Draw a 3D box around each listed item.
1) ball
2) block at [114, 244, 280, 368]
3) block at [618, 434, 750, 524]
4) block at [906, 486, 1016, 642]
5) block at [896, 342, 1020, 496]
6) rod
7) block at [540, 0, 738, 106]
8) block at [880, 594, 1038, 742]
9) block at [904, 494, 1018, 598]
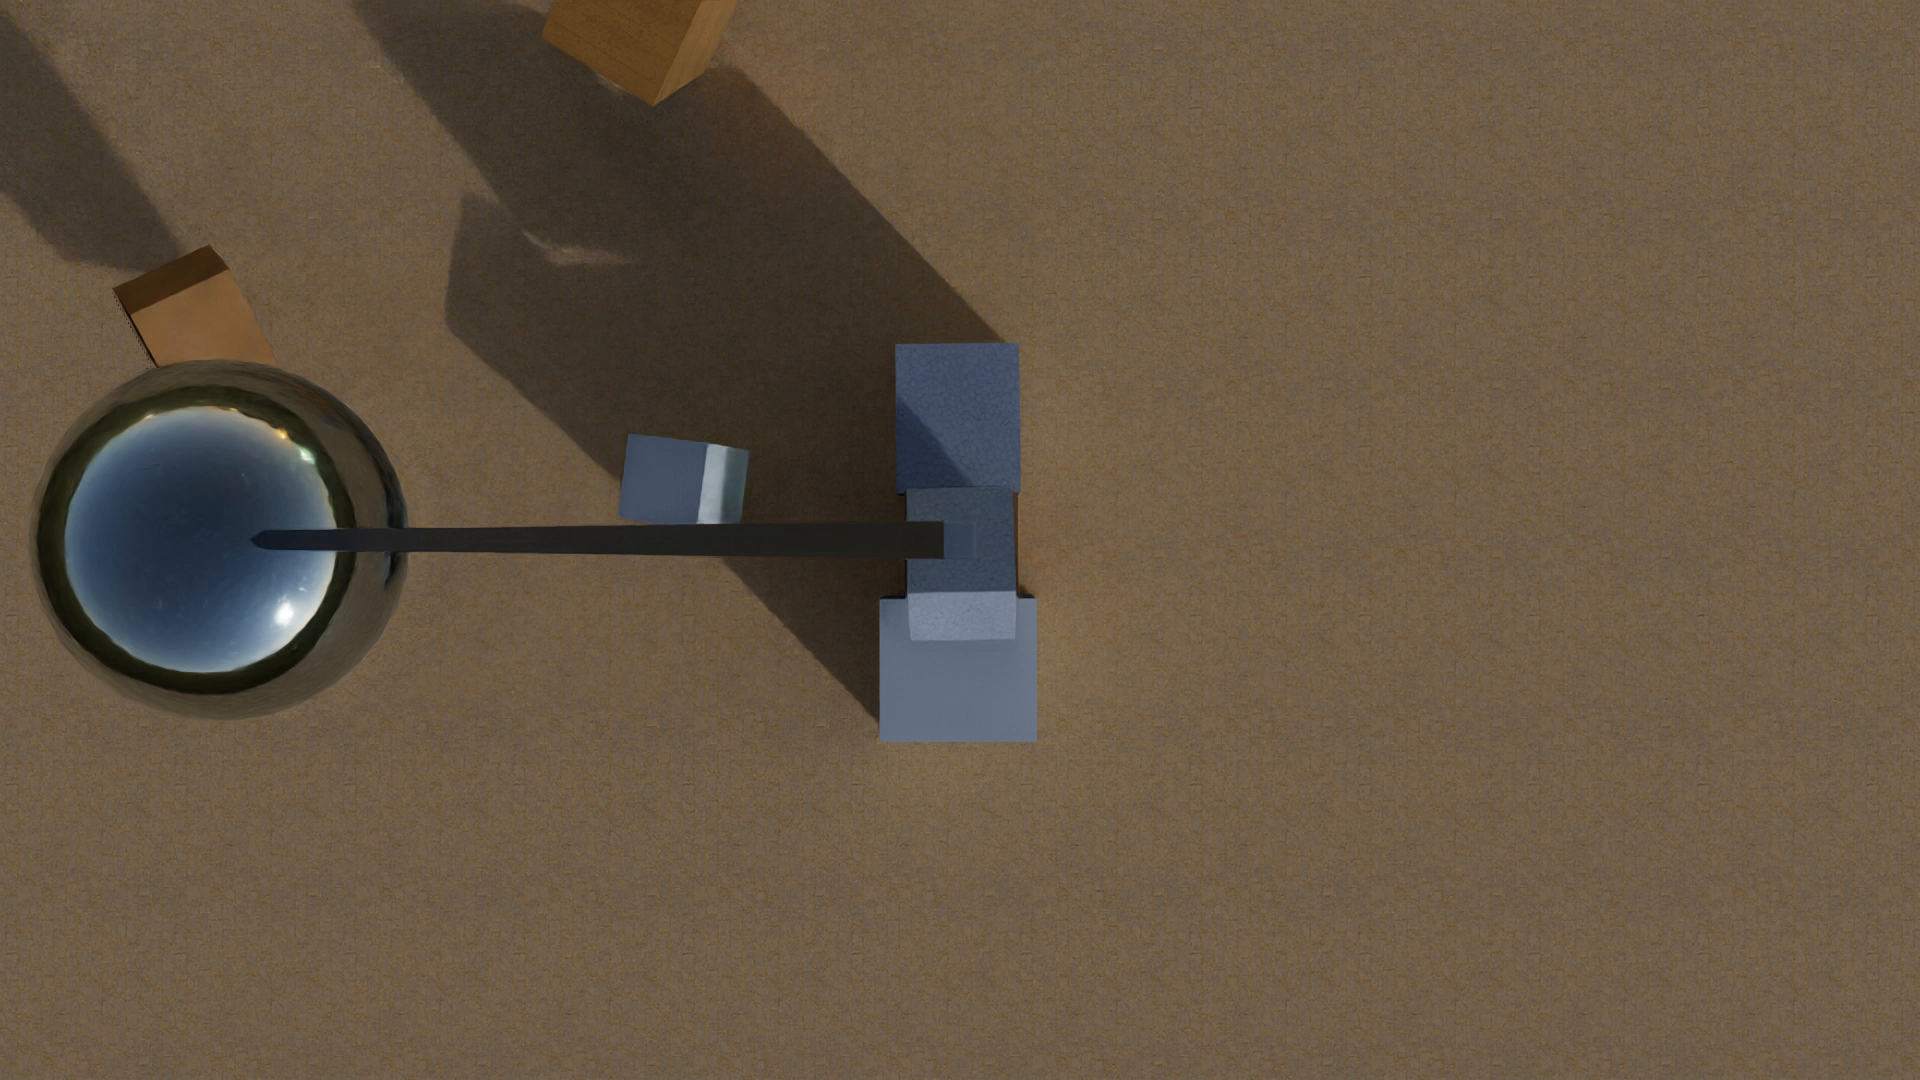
[{"bbox_3d":[-3.242,0.000,9.684,1.600,1.600,1.600,0,90,0],"label":"ball"},{"bbox_3d":[-4.284,-1.185,12.352,0.579,0.584,0.645,-29,122,-17],"label":"block"},{"bbox_3d":[-1.586,-0.323,12.663,0.507,0.528,0.485,8,90,21],"label":"block"},{"bbox_3d":[0.006,0.133,11.894,0.569,0.572,0.631,-1,61,0],"label":"block"},{"bbox_3d":[-0.012,-0.681,12.640,0.693,0.720,0.836,-1,90,0],"label":"block"},{"bbox_3d":[-1.405,0.000,6.823,0.080,5.200,0.080,0,90,-33],"label":"rod"},{"bbox_3d":[-1.745,-3.091,12.452,0.742,0.799,0.813,32,120,0],"label":"block"},{"bbox_3d":[-0.010,0.721,12.582,0.871,0.837,0.792,0,90,0],"label":"block"},{"bbox_3d":[0.009,0.029,12.648,0.631,0.703,0.578,0,90,0],"label":"block"}]
